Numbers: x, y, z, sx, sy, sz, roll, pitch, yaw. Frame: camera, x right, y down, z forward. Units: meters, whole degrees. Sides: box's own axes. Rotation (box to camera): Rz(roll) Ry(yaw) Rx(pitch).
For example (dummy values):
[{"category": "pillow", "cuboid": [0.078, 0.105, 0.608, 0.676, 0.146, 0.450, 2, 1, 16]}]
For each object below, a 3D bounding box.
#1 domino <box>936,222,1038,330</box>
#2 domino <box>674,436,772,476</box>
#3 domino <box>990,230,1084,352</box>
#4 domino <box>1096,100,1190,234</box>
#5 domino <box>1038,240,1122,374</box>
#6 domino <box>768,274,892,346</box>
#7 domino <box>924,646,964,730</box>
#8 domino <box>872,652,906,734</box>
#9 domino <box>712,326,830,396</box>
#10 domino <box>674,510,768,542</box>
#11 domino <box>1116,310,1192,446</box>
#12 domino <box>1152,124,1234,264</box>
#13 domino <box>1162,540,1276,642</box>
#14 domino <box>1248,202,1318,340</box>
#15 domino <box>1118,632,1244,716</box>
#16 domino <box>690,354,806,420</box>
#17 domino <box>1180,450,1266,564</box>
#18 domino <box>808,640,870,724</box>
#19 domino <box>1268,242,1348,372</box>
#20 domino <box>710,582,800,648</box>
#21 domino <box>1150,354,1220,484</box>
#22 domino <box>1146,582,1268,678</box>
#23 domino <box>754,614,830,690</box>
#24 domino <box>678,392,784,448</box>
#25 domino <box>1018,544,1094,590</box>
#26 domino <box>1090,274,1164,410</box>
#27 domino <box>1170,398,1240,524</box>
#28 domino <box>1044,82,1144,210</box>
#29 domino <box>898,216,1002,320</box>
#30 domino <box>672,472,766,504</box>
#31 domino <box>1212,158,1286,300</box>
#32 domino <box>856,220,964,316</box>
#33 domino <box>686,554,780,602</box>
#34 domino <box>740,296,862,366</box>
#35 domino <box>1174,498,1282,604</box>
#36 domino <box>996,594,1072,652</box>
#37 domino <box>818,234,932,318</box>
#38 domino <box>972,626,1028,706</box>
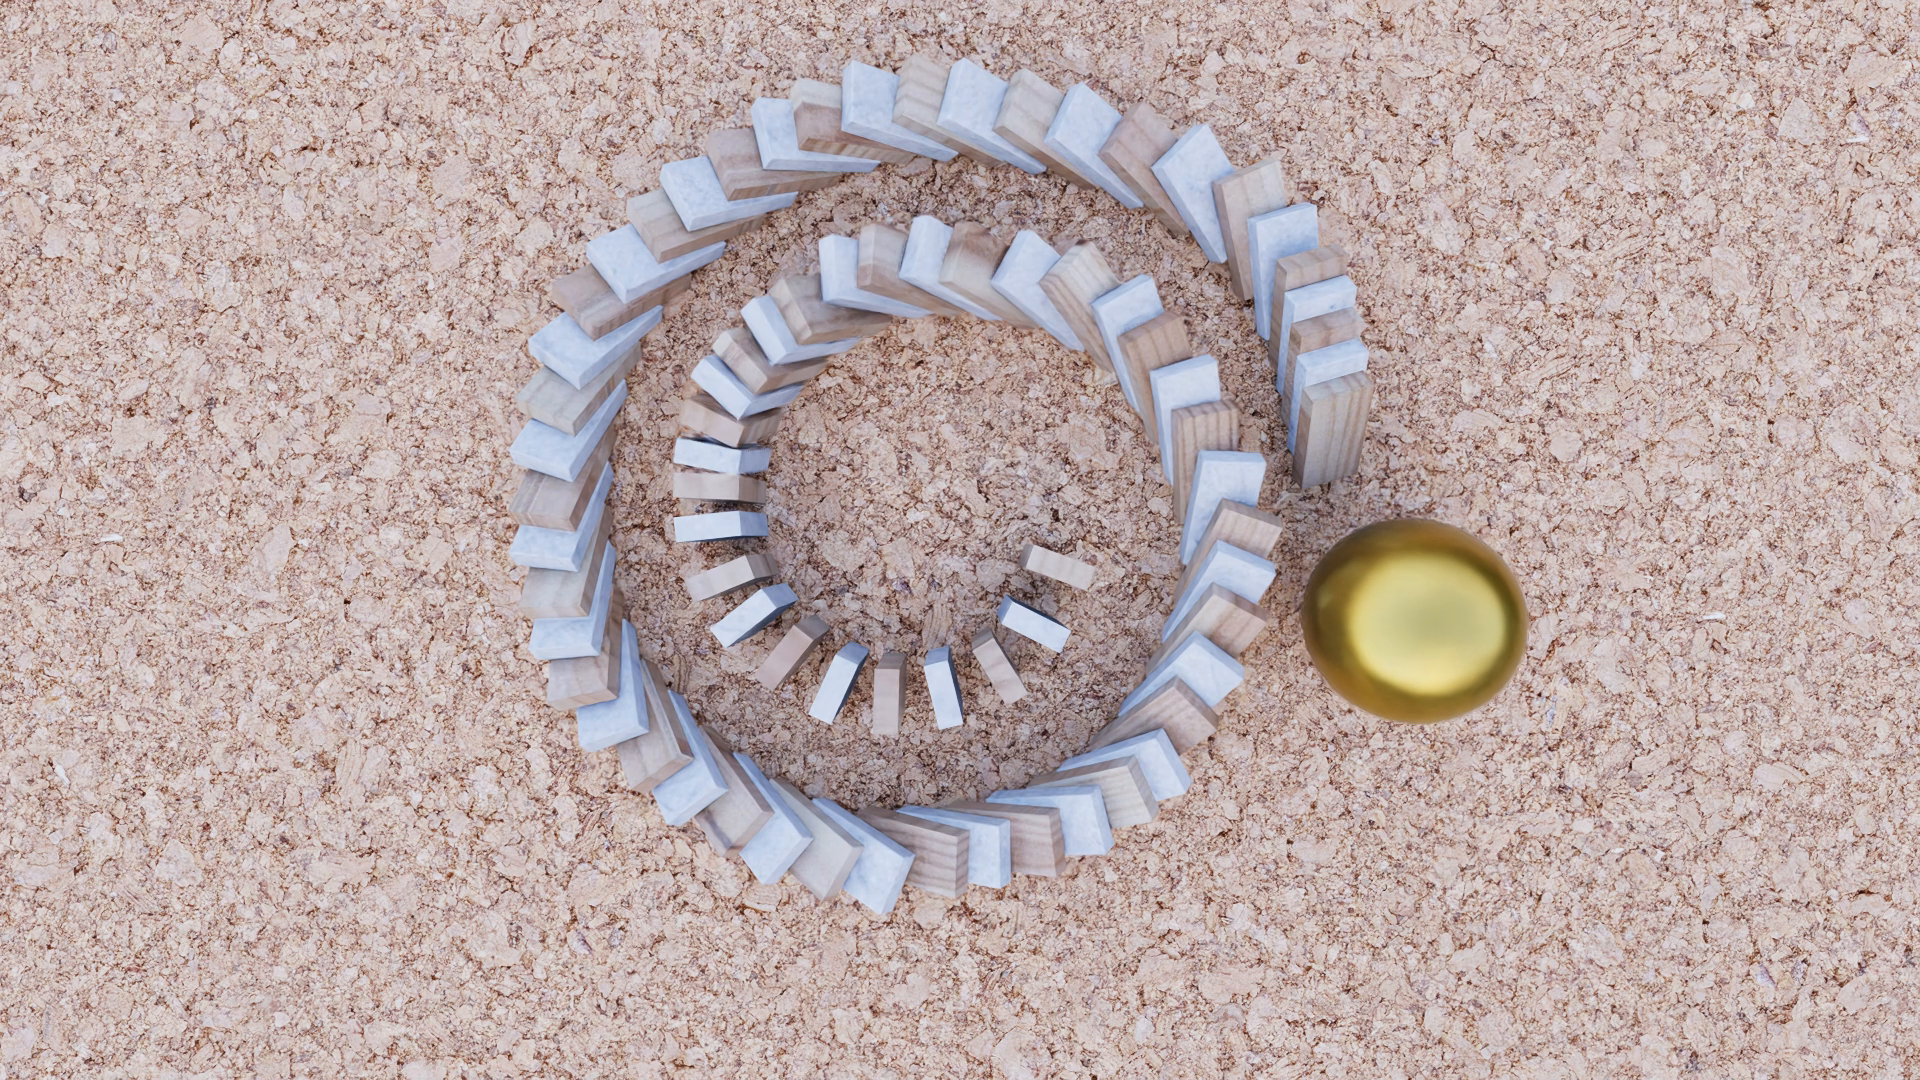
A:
[{"category": "domino", "cuboid": [0.016, -0.109, 0.381, 0.050, 0.010, 0.025, 18, 90, -39]}, {"category": "domino", "cuboid": [-0.096, -0.035, 0.375, 0.025, 0.050, 0.010, 11, 97, 0]}, {"category": "domino", "cuboid": [0.038, -0.103, 0.382, 0.050, 0.010, 0.025, 30, 90, -33]}, {"category": "domino", "cuboid": [0.084, -0.155, 0.385, 0.050, 0.010, 0.025, 34, 90, -26]}, {"category": "domino", "cuboid": [0.057, -0.097, 0.382, 0.025, 0.009, 0.050, -46, 122, -2]}, {"category": "domino", "cuboid": [-0.052, -0.096, 0.377, 0.010, 0.050, 0.025, -28, 89, 39]}, {"category": "domino", "cuboid": [-0.006, 0.059, 0.375, 0.009, 0.050, 0.025, -14, 90, 0]}, {"category": "domino", "cuboid": [-0.028, 0.062, 0.375, 0.009, 0.050, 0.025, 2, 90, 0]}, {"category": "domino", "cuboid": [-0.076, -0.076, 0.376, 0.025, 0.050, 0.009, 48, 118, 0]}, {"category": "domino", "cuboid": [-0.096, -0.005, 0.375, 0.025, 0.050, 0.009, -6, 90, 0]}, {"category": "domino", "cuboid": [0.085, -0.067, 0.382, 0.025, 0.010, 0.050, -27, 124, -1]}, {"category": "domino", "cuboid": [0.104, -0.144, 0.384, 0.025, 0.009, 0.050, -44, 118, 0]}, {"category": "domino", "cuboid": [0.107, 0.026, 0.382, 0.025, 0.010, 0.050, 22, 122, -2]}, {"category": "domino", "cuboid": [0.136, -0.112, 0.384, 0.025, 0.009, 0.050, -16, 119, 0]}, {"category": "domino", "cuboid": [0.092, 0.063, 0.383, 0.025, 0.010, 0.050, 37, 121, 0]}, {"category": "domino", "cuboid": [-0.086, -0.065, 0.375, 0.025, 0.050, 0.009, 42, 113, 0]}, {"category": "domino", "cuboid": [0.109, -0.013, 0.383, 0.025, 0.010, 0.050, 2, 123, 0]}, {"category": "domino", "cuboid": [-0.048, 0.057, 0.375, 0.009, 0.050, 0.025, 25, 90, 0]}, {"category": "domino", "cuboid": [0.143, -0.095, 0.378, 0.025, 0.050, 0.010, -16, 47, 0]}, {"category": "domino", "cuboid": [-0.083, 0.030, 0.375, 0.025, 0.050, 0.009, -38, 90, 0]}, {"category": "domino", "cuboid": [0.096, -0.050, 0.382, 0.025, 0.010, 0.050, -17, 123, 0]}, {"category": "domino", "cuboid": [0.102, 0.043, 0.382, 0.025, 0.010, 0.050, 28, 122, -4]}, {"category": "domino", "cuboid": [-0.068, 0.045, 0.375, 0.009, 0.050, 0.025, 39, 90, 0]}, {"category": "domino", "cuboid": [-0.092, -0.051, 0.375, 0.025, 0.050, 0.009, 26, 106, 0]}, {"category": "domino", "cuboid": [0.038, 0.011, 0.375, 0.025, 0.050, 0.009, 20, 90, 0]}, {"category": "domino", "cuboid": [0.075, -0.082, 0.383, 0.025, 0.010, 0.050, -29, 121, 0]}, {"category": "domino", "cuboid": [0.102, -0.032, 0.382, 0.025, 0.010, 0.050, -11, 123, 0]}, {"category": "domino", "cuboid": [0.062, -0.164, 0.384, 0.050, 0.009, 0.025, 26, 90, -27]}, {"category": "domino", "cuboid": [0.000, -0.112, 0.380, 0.050, 0.010, 0.025, 15, 90, -40]}, {"category": "domino", "cuboid": [-0.097, -0.021, 0.375, 0.025, 0.050, 0.010, 3, 91, 0]}, {"category": "domino", "cuboid": [0.124, -0.129, 0.384, 0.025, 0.009, 0.050, -23, 119, 0]}, {"category": "domino", "cuboid": [-0.019, -0.111, 0.379, 0.050, 0.010, 0.025, 5, 89, -42]}, {"category": "domino", "cuboid": [-0.092, 0.015, 0.375, 0.025, 0.050, 0.010, -22, 90, 0]}, {"category": "domino", "cuboid": [-0.064, -0.088, 0.377, 0.009, 0.050, 0.025, -30, 90, 36]}, {"category": "domino", "cuboid": [0.111, 0.009, 0.383, 0.025, 0.010, 0.050, 19, 122, 0]}, {"category": "domino", "cuboid": [0.029, 0.033, 0.375, 0.025, 0.050, 0.010, 27, 90, 0]}, {"category": "domino", "cuboid": [-0.034, -0.108, 0.380, 0.050, 0.010, 0.025, -3, 90, -43]}, {"category": "domino", "cuboid": [0.015, 0.051, 0.375, 0.010, 0.050, 0.025, -32, 90, 0]}]
